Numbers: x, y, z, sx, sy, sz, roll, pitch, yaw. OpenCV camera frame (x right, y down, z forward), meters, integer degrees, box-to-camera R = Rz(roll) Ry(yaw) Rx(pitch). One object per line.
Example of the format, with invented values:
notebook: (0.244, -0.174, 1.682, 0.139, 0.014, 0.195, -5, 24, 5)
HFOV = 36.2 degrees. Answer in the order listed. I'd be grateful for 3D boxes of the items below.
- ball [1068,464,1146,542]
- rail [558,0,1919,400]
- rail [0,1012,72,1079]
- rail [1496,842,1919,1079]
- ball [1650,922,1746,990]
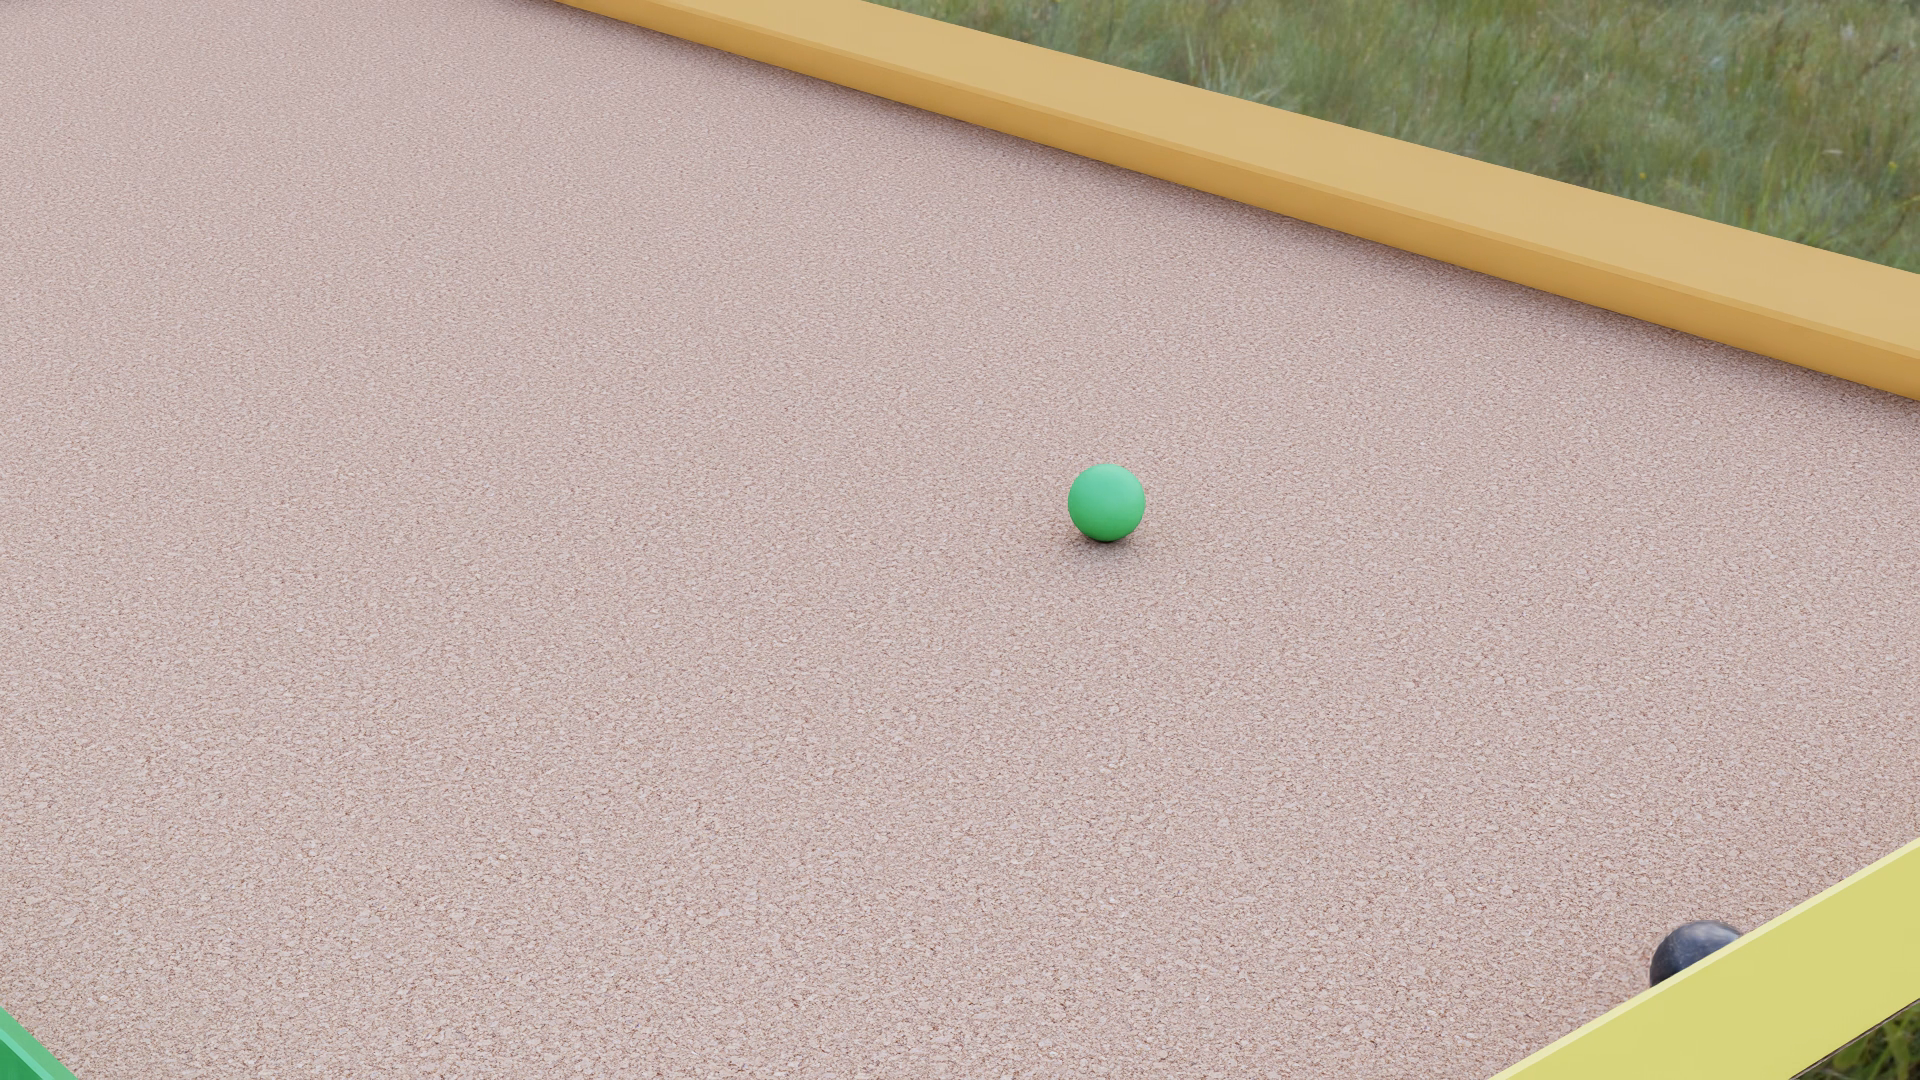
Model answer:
ball: (0.124, -0.032, 2.488, 0.066, 0.066, 0.066, 0, 23, 0)
rail: (0.132, -0.527, 3.602, 0.045, 0.120, 3.568, -18, 29, -37)
rail: (-1.300, -0.049, 2.457, 0.045, 0.120, 3.568, -18, 29, -37)
rail: (0.568, 0.225, 1.802, 1.942, 0.120, 0.045, -18, 29, -37)
ball: (0.451, 0.265, 1.777, 0.068, 0.068, 0.068, 0, 23, 0)
